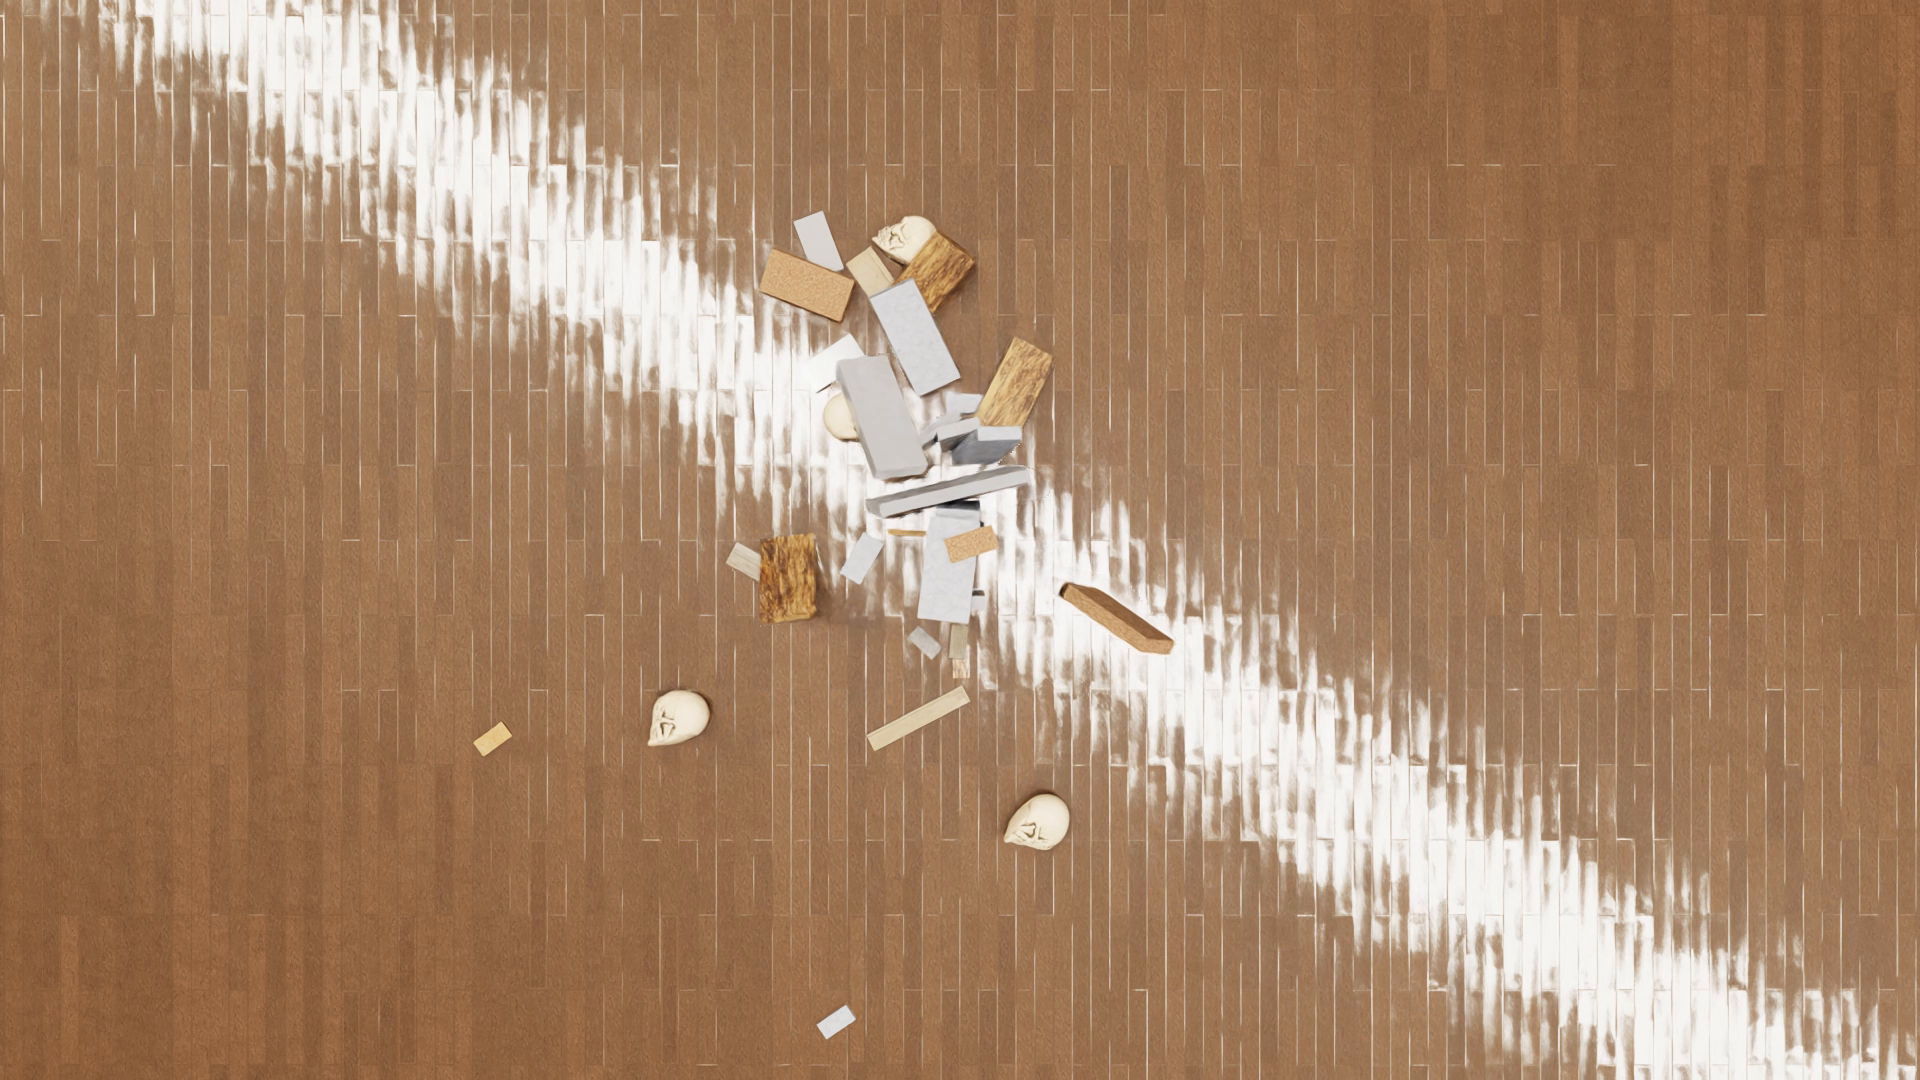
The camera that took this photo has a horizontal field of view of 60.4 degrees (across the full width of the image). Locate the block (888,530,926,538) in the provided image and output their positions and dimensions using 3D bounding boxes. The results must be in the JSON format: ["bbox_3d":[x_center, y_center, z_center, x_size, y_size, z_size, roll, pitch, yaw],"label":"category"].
[{"bbox_3d":[-0.176,-0.023,5.468,0.128,0.064,0.018,3,88,0],"label":"block"}]

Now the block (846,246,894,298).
[{"bbox_3d":[-0.279,-0.861,5.486,0.102,0.029,0.204,-35,90,0],"label":"block"}]

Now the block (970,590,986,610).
[{"bbox_3d":[0.001,0.195,5.340,0.160,0.320,0.045,-1,92,0],"label":"block"}]

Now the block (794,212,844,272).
[{"bbox_3d":[-0.469,-0.978,5.486,0.102,0.029,0.204,-21,90,0],"label":"block"}]

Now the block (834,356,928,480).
[{"bbox_3d":[-0.258,-0.402,5.344,0.174,0.049,0.446,-8,60,-23],"label":"block"}]

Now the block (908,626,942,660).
[{"bbox_3d":[-0.115,0.341,5.492,0.109,0.015,0.054,44,90,0],"label":"block"}]

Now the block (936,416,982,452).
[{"bbox_3d":[-0.001,-0.340,5.358,0.140,0.281,0.040,-16,84,0],"label":"block"}]

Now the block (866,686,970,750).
[{"bbox_3d":[-0.139,0.593,5.492,0.357,0.017,0.058,-28,90,0],"label":"block"}]

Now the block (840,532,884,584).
[{"bbox_3d":[-0.326,0.061,5.489,0.078,0.022,0.157,31,90,0],"label":"block"}]

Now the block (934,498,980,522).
[{"bbox_3d":[-0.007,-0.097,5.358,0.140,0.281,0.040,5,98,0],"label":"block"}]

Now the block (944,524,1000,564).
[{"bbox_3d":[0.036,0.012,5.123,0.157,0.022,0.078,-18,90,0],"label":"block"}]

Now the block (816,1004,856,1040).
[{"bbox_3d":[-0.411,1.603,5.492,0.117,0.017,0.059,-34,90,0],"label":"block"}]

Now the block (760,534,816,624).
[{"bbox_3d":[-0.557,0.121,5.354,0.174,0.347,0.049,-8,132,1],"label":"block"}]

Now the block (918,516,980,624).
[{"bbox_3d":[-0.034,0.093,5.157,0.160,0.045,0.320,7,90,0],"label":"block"}]

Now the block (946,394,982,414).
[{"bbox_3d":[0.020,-0.453,5.491,0.128,0.018,0.064,-2,90,0],"label":"block"}]

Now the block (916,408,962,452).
[{"bbox_3d":[-0.116,-0.329,5.428,0.281,0.140,0.040,-34,85,0],"label":"block"}]

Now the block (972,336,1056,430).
[{"bbox_3d":[0.175,-0.496,5.459,0.158,0.045,0.316,27,90,-14],"label":"block"}]

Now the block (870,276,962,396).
[{"bbox_3d":[-0.144,-0.666,5.413,0.158,0.045,0.360,-23,107,10],"label":"block"}]

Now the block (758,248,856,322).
[{"bbox_3d":[-0.505,-0.845,5.458,0.291,0.041,0.145,21,108,0],"label":"block"}]

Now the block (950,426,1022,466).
[{"bbox_3d":[0.082,-0.303,5.338,0.145,0.291,0.041,-3,77,-18],"label":"block"}]

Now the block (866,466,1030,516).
[{"bbox_3d":[-0.039,-0.160,5.345,0.518,0.145,0.041,-14,102,-19],"label":"block"}]

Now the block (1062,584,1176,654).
[{"bbox_3d":[0.513,0.256,5.327,0.347,0.174,0.049,36,106,35],"label":"block"}]

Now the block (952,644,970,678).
[{"bbox_3d":[0.004,0.404,5.492,0.054,0.015,0.109,-1,90,0],"label":"block"}]

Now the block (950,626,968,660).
[{"bbox_3d":[-0.005,0.340,5.479,0.054,0.015,0.109,5,76,1],"label":"block"}]

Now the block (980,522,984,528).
[{"bbox_3d":[-0.001,-0.027,5.340,0.160,0.320,0.045,-5,92,0],"label":"block"}]

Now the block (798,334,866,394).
[{"bbox_3d":[-0.421,-0.587,5.486,0.204,0.029,0.102,-33,90,0],"label":"block"}]

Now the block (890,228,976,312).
[{"bbox_3d":[-0.110,-0.848,5.396,0.158,0.045,0.316,36,115,-14],"label":"block"}]

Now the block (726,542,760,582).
[{"bbox_3d":[-0.691,0.080,5.489,0.157,0.022,0.078,29,90,0],"label":"block"}]

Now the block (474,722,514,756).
[{"bbox_3d":[-1.554,0.662,5.492,0.117,0.017,0.059,-36,90,0],"label":"block"}]
